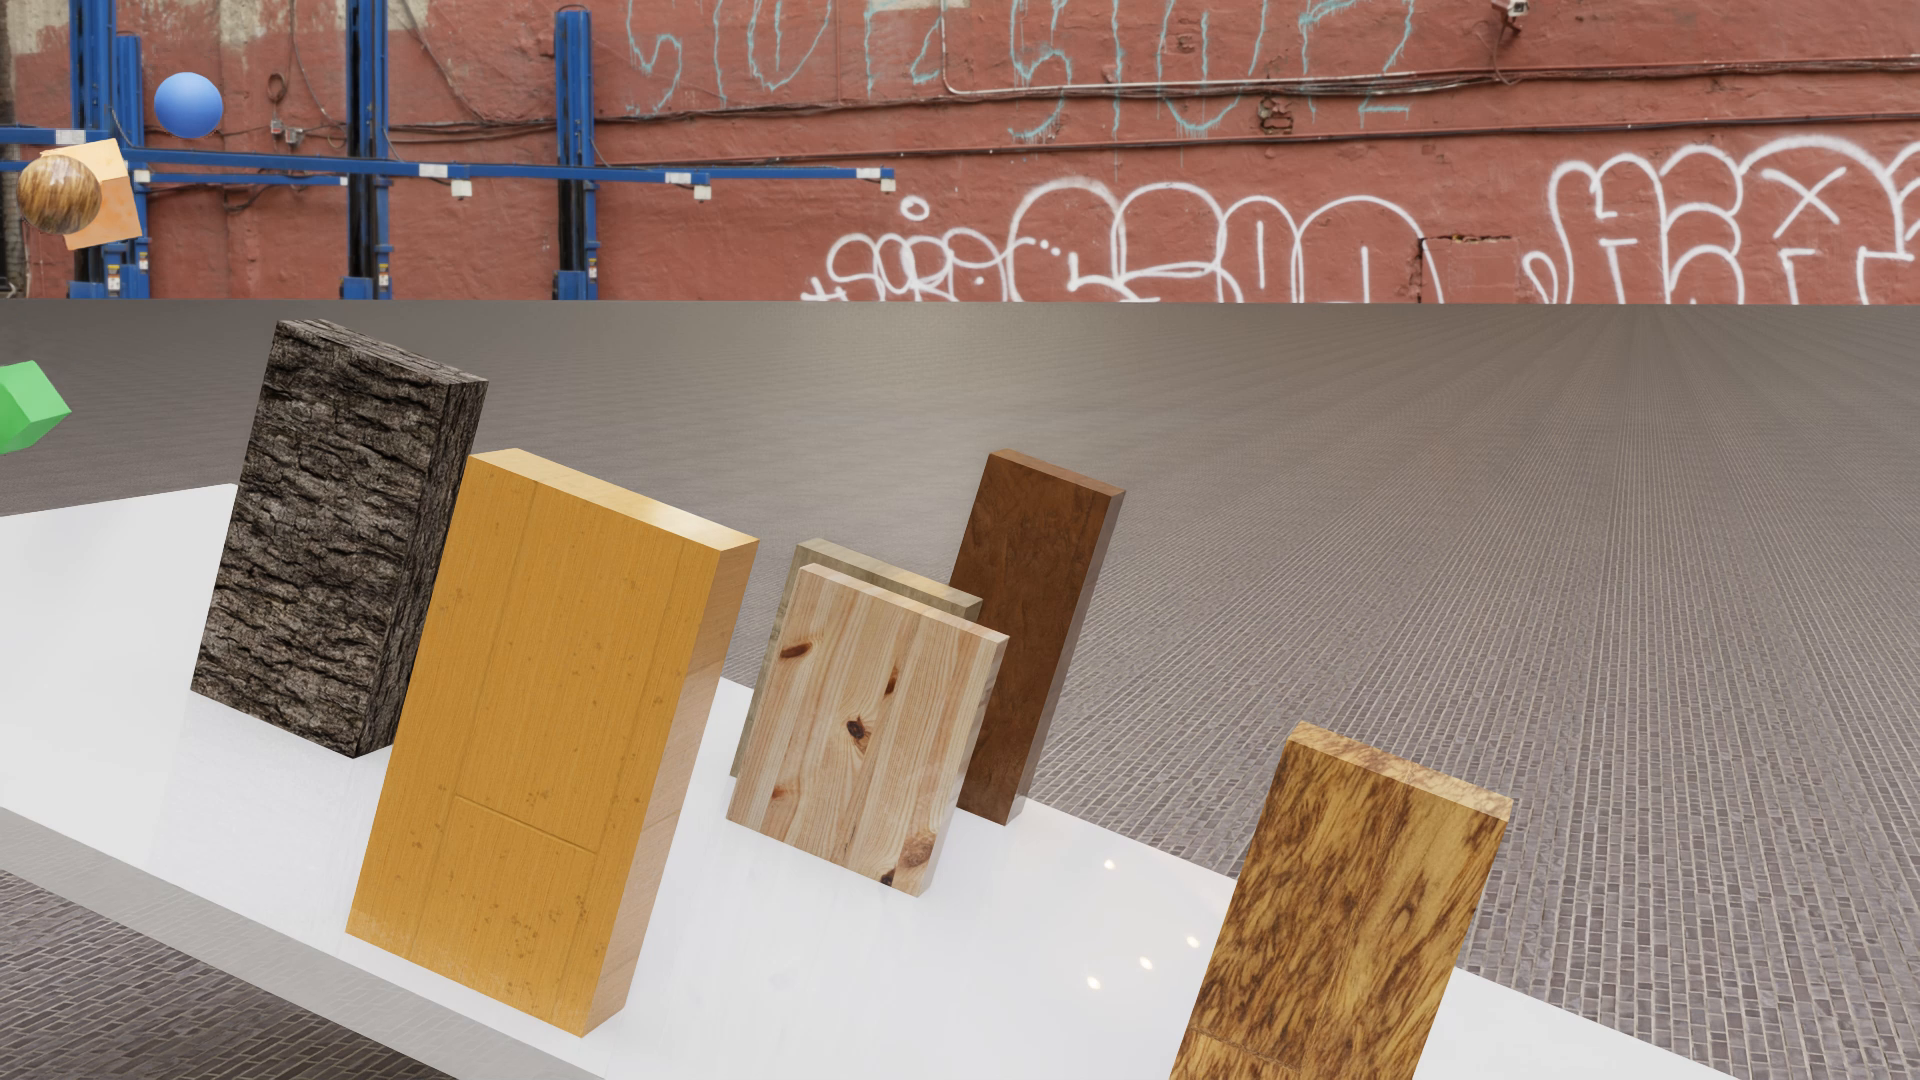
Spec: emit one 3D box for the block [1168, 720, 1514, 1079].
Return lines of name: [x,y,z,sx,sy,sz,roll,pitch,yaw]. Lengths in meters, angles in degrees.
block: [0.556,0.696,3.386,0.340,0.748,0.145,20,12,14]

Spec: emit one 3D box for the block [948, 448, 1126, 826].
block: [0.103,0.215,4.892,0.286,0.778,0.144,20,12,14]

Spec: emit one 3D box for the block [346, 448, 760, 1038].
block: [-0.632,0.306,3.378,0.426,0.791,0.147,20,12,14]

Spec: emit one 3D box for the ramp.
ramp: [-0.360,0.684,4.228,4.000,0.100,2.000,20,12,14]

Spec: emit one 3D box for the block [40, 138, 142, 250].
block: [-1.959,-0.780,4.961,0.162,0.162,0.162,-16,46,-20]

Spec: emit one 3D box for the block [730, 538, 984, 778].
block: [-0.220,0.310,4.615,0.384,0.523,0.123,20,12,14]

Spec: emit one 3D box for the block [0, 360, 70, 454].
block: [-1.942,-0.269,4.505,0.131,0.131,0.131,-34,3,19]

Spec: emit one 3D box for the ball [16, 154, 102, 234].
ball: [-1.878,-0.720,4.584,0.166,0.166,0.166,0,7,0]

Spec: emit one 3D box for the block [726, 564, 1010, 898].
block: [-0.187,0.373,4.337,0.424,0.538,0.082,20,12,14]

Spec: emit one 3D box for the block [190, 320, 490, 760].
block: [-1.178,-0.006,4.164,0.371,0.741,0.147,20,12,14]

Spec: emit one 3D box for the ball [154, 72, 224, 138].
ball: [-1.649,-0.929,4.700,0.140,0.140,0.140,0,7,0]
